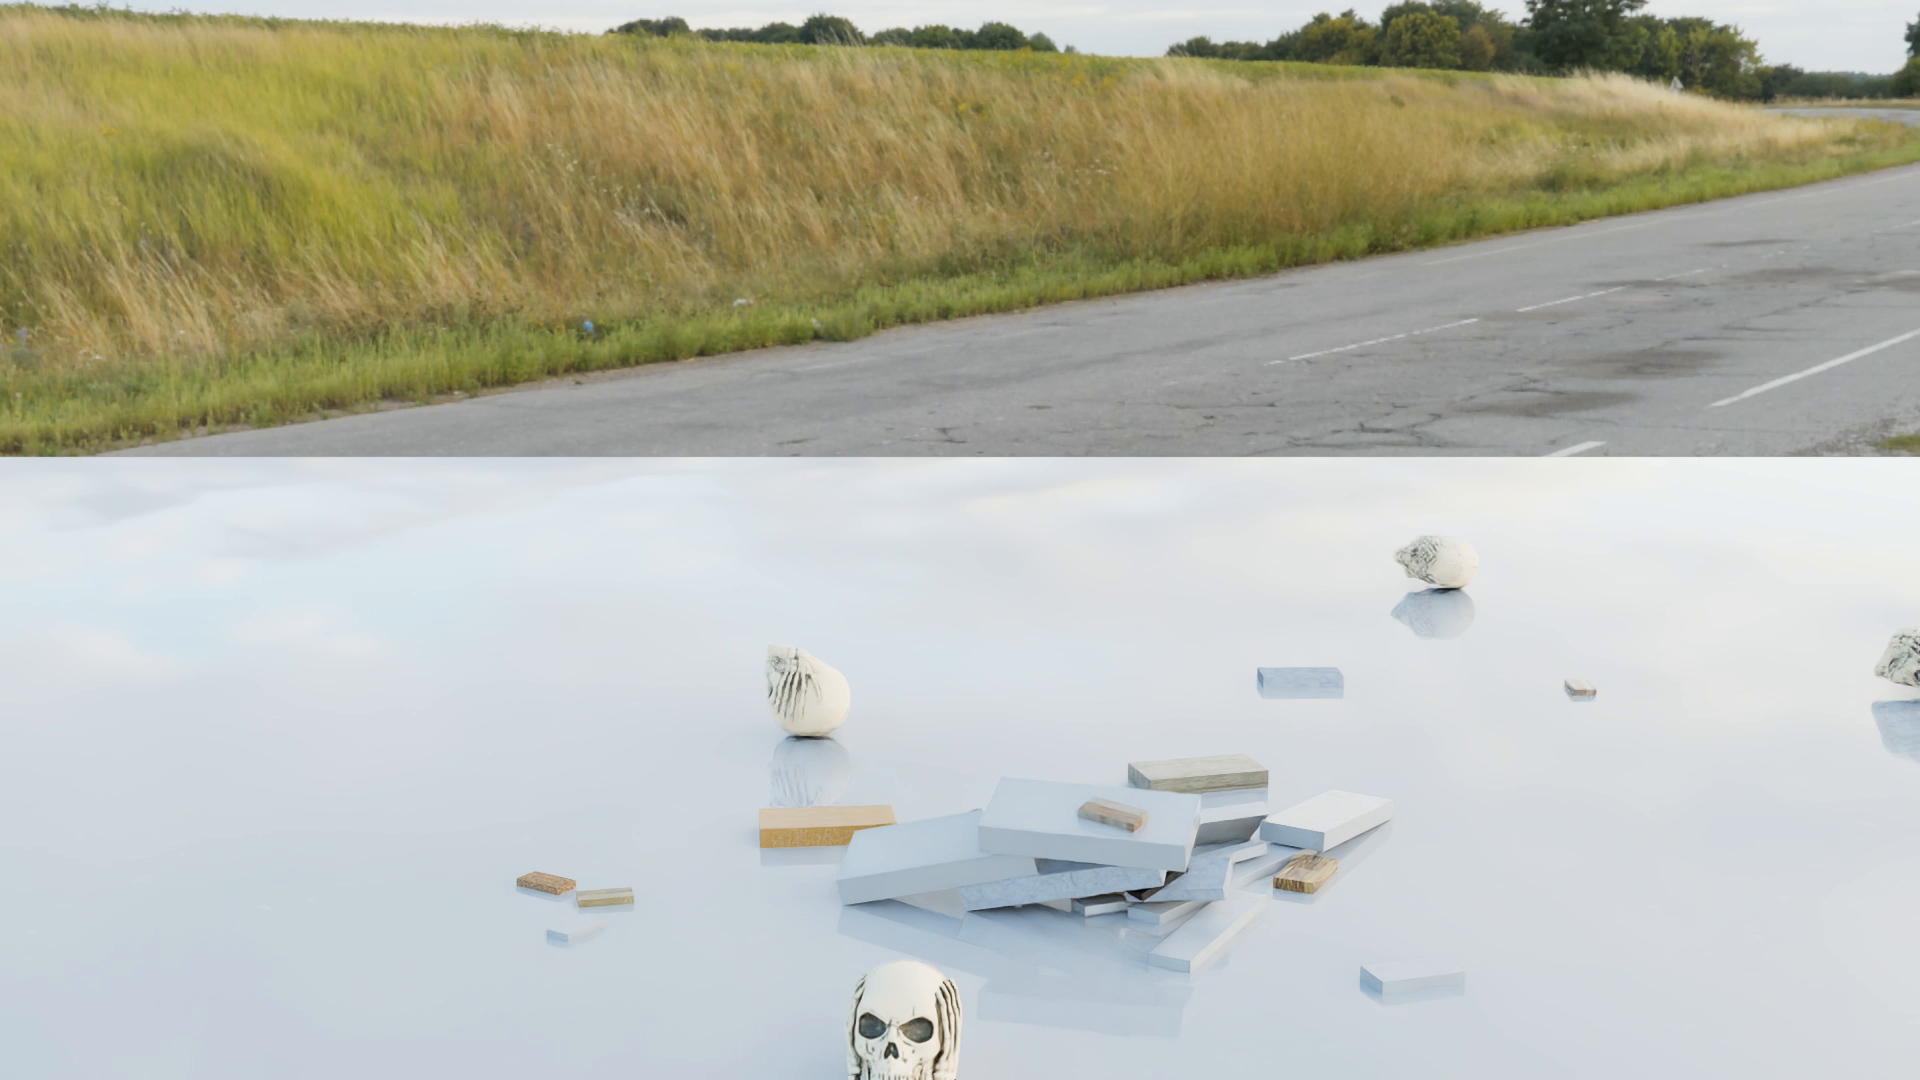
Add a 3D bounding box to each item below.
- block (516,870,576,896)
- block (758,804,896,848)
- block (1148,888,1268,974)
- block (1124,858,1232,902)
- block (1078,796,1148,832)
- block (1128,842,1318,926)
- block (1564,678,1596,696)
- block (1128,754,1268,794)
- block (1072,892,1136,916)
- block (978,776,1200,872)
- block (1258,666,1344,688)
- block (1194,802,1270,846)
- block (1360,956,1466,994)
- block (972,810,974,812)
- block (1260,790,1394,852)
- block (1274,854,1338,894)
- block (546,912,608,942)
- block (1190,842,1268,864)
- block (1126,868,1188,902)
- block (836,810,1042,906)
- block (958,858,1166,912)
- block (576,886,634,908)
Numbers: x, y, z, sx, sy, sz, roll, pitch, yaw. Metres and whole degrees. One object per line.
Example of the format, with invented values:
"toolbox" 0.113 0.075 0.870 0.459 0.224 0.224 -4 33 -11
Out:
"block" -0.696 0.577 3.702 0.091 0.013 0.045 6 12 31
"block" -0.240 0.516 3.972 0.244 0.035 0.122 -1 11 -6
"block" 0.395 0.615 3.480 0.069 0.020 0.332 6 12 28
"block" 0.354 0.550 3.564 0.163 0.023 0.081 -4 28 19
"block" 0.245 0.437 3.510 0.101 0.014 0.050 12 26 30
"block" 0.451 0.572 3.717 0.063 0.018 0.477 9 14 40
"block" 1.411 0.335 5.005 0.050 0.014 0.101 1 11 3
"block" 0.464 0.458 4.285 0.244 0.035 0.122 -3 11 -16
"block" 0.242 0.594 3.598 0.106 0.015 0.053 -4 7 -21
"block" 0.211 0.456 3.546 0.333 0.047 0.166 4 23 13
"block" 0.784 0.317 5.069 0.185 0.026 0.092 0 11 -1
"block" 0.446 0.506 3.892 0.185 0.026 0.092 -4 -33 -22
"block" 0.677 0.650 3.291 0.138 0.020 0.069 -3 11 -18
"block" 0.007 0.529 3.925 0.092 0.026 0.227 7 13 33
"block" 0.665 0.505 3.974 0.122 0.035 0.312 7 9 33
"block" 0.588 0.567 3.739 0.069 0.020 0.138 5 12 26
"block" -0.608 0.616 3.496 0.045 0.013 0.091 7 12 32
"block" 0.459 0.544 3.785 0.125 0.018 0.063 -12 0 -19
"block" 0.315 0.544 3.553 0.101 0.014 0.050 -29 30 -28
"block" -0.027 0.517 3.643 0.333 0.047 0.167 -11 19 13
"block" 0.176 0.525 3.607 0.333 0.047 0.167 -10 20 16
"block" -0.586 0.590 3.632 0.091 0.013 0.045 -3 11 -13
